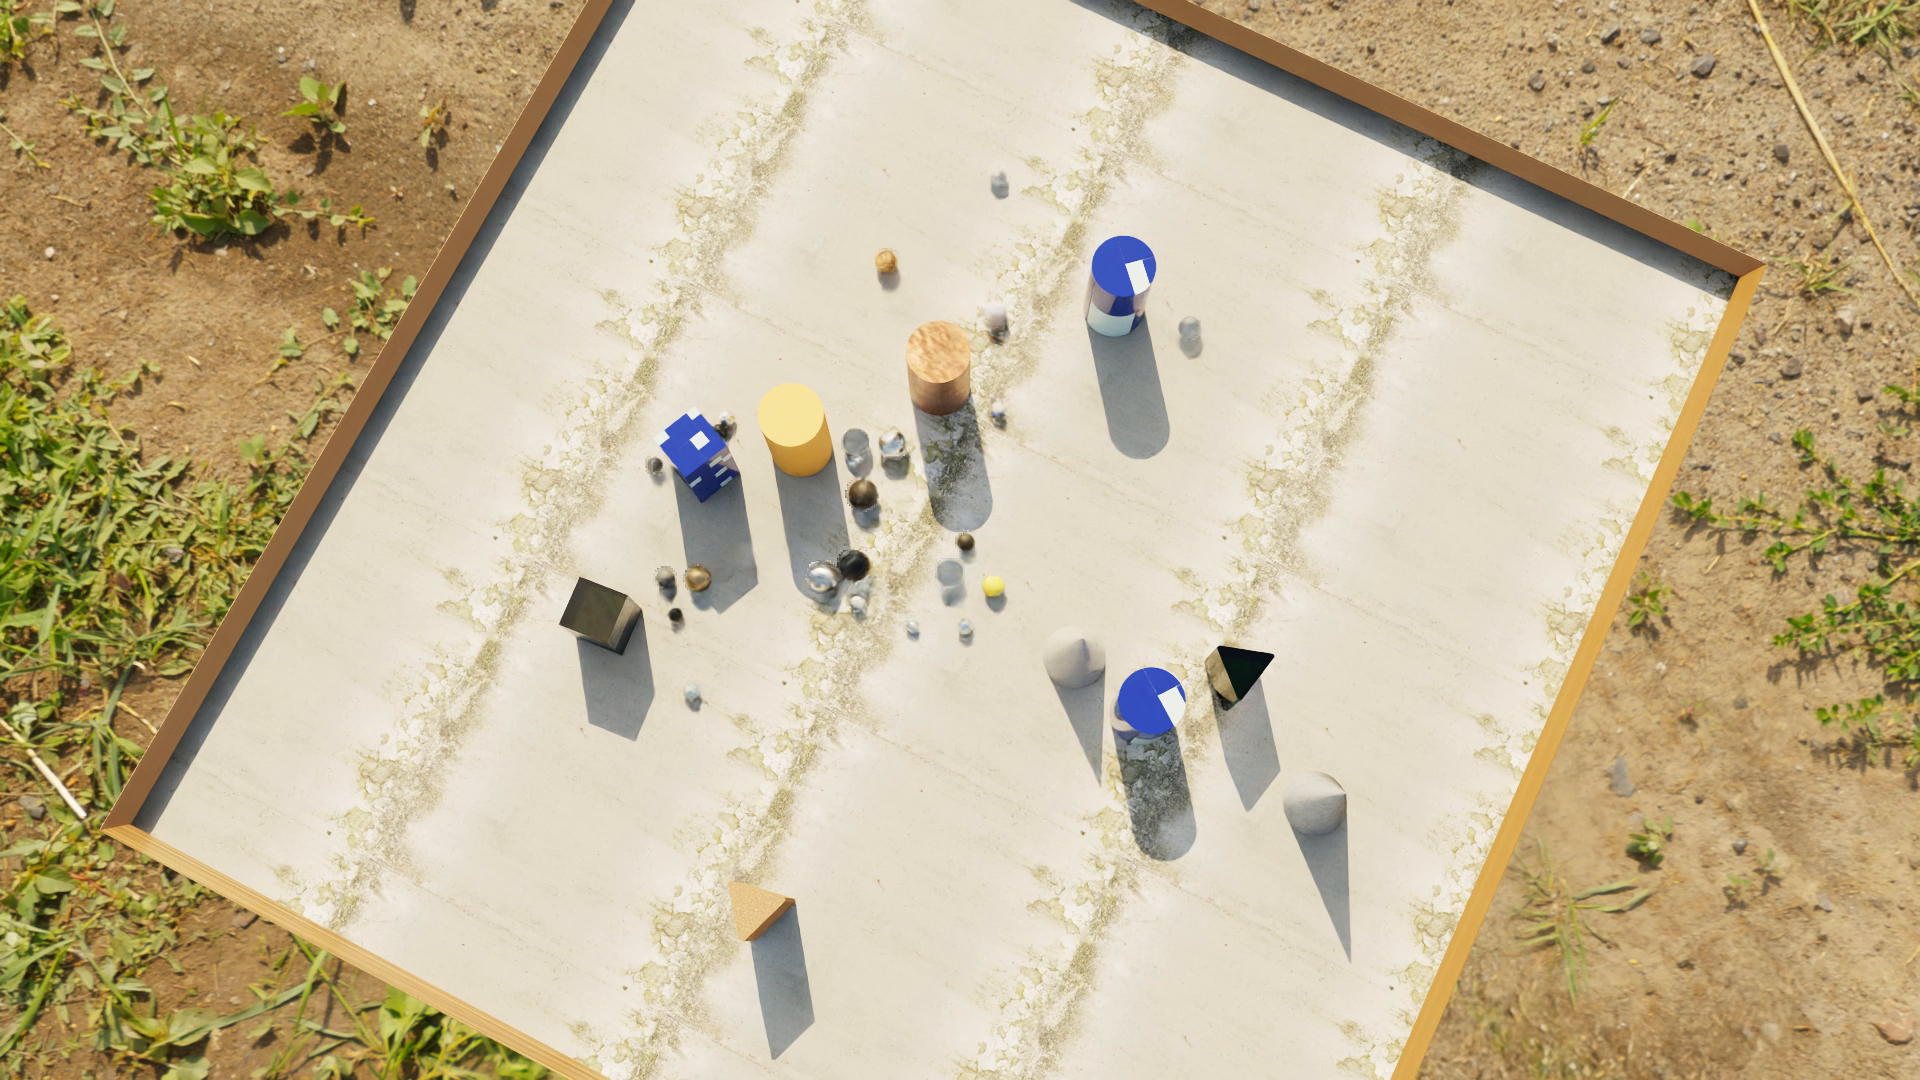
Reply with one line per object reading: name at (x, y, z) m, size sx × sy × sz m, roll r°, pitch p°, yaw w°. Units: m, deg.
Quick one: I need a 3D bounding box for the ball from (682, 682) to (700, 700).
ball at (-0.806, 0.453, 5.497) m, size 0.051 × 0.051 × 0.051 m, roll 0°, pitch 78°, yaw 0°

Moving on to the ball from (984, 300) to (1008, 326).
ball at (0.112, -0.709, 5.724) m, size 0.076 × 0.076 × 0.076 m, roll 0°, pitch 78°, yaw 0°

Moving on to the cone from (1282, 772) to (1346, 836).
cone at (1.056, 0.738, 5.232) m, size 0.191 × 0.454 × 0.191 m, roll 0°, pitch 78°, yaw 0°

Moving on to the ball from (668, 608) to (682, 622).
ball at (-0.861, 0.226, 5.547) m, size 0.045 × 0.045 × 0.045 m, roll 0°, pitch 78°, yaw 0°

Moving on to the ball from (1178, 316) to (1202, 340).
ball at (0.716, -0.662, 5.716) m, size 0.072 × 0.072 × 0.072 m, roll 0°, pitch 78°, yaw 0°

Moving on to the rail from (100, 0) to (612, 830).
rail at (-1.630, -0.792, 5.716) m, size 0.045 × 0.124 × 3.784 m, roll 26°, pitch 80°, yaw 5°

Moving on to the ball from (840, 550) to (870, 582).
ball at (-0.318, 0.078, 5.552) m, size 0.096 × 0.096 × 0.096 m, roll 0°, pitch 78°, yaw 0°

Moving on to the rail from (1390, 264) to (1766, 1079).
rail at (1.630, 0.805, 5.386) m, size 0.045 × 0.124 × 3.784 m, roll 26°, pitch 80°, yaw 5°

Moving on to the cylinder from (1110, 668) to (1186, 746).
cylinder at (0.544, 0.488, 5.348) m, size 0.191 × 0.328 × 0.191 m, roll 0°, pitch 78°, yaw 0°

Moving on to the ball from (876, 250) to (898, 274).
ball at (-0.231, -0.875, 5.760) m, size 0.073 × 0.073 × 0.073 m, roll 0°, pitch 78°, yaw 0°

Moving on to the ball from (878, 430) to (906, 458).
ball at (-0.208, -0.295, 5.632) m, size 0.089 × 0.089 × 0.089 m, roll 0°, pitch 78°, yaw 0°

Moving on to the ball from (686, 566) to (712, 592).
ball at (-0.791, 0.118, 5.553) m, size 0.077 × 0.077 × 0.077 m, roll 0°, pitch 78°, yaw 0°

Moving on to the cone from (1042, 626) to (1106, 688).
cone at (0.346, 0.315, 5.358) m, size 0.191 × 0.379 × 0.191 m, roll 0°, pitch 78°, yaw 0°

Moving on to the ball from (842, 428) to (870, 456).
ball at (-0.320, -0.302, 5.635) m, size 0.086 × 0.086 × 0.086 m, roll 0°, pitch 78°, yaw 0°

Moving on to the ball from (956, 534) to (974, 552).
ball at (0.017, 0.006, 5.587) m, size 0.055 × 0.055 × 0.055 m, roll 0°, pitch 78°, yaw 0°

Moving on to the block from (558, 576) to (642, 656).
block at (-1.065, 0.228, 5.443) m, size 0.153 × 0.248 × 0.153 m, roll 21°, pitch 79°, yaw 4°

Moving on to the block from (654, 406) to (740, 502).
block at (-0.786, -0.252, 5.499) m, size 0.153 × 0.332 × 0.153 m, roll -39°, pitch 81°, yaw -7°

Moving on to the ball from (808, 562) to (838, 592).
ball at (-0.414, 0.112, 5.546) m, size 0.092 × 0.092 × 0.092 m, roll 0°, pitch 78°, yaw 0°

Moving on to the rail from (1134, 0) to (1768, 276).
rail at (0.836, -1.630, 5.889) m, size 3.693 × 0.124 × 0.045 m, roll 26°, pitch 80°, yaw 5°

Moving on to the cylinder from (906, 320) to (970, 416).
cylinder at (-0.064, -0.516, 5.541) m, size 0.191 × 0.356 × 0.191 m, roll 0°, pitch 78°, yaw 0°

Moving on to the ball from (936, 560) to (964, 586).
ball at (-0.030, 0.100, 5.553) m, size 0.084 × 0.084 × 0.084 m, roll 0°, pitch 78°, yaw 0°

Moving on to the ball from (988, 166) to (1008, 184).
ball at (0.122, -1.160, 5.825) m, size 0.062 × 0.062 × 0.062 m, roll 0°, pitch 78°, yaw 0°

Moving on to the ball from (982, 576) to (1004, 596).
ball at (0.102, 0.140, 5.554) m, size 0.066 × 0.066 × 0.066 m, roll 0°, pitch 78°, yaw 0°

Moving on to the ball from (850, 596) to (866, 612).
ball at (-0.310, 0.193, 5.553) m, size 0.047 × 0.047 × 0.047 m, roll 0°, pitch 78°, yaw 0°

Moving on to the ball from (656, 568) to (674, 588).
ball at (-0.894, 0.116, 5.563) m, size 0.058 × 0.058 × 0.058 m, roll 0°, pitch 78°, yaw 0°

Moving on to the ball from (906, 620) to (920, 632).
ball at (-0.144, 0.261, 5.542) m, size 0.040 × 0.040 × 0.040 m, roll 0°, pitch 78°, yaw 0°

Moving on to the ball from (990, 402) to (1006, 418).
ball at (0.117, -0.404, 5.676) m, size 0.048 × 0.048 × 0.048 m, roll 0°, pitch 78°, yaw 0°

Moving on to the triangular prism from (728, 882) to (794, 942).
triangular prism at (-0.594, 1.034, 5.237) m, size 0.166 × 0.324 × 0.143 m, roll -43°, pitch 82°, yaw -8°

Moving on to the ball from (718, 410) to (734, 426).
ball at (-0.721, -0.377, 5.669) m, size 0.050 × 0.050 × 0.050 m, roll 0°, pitch 78°, yaw 0°

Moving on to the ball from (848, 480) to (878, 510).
ball at (-0.296, -0.140, 5.598) m, size 0.093 × 0.093 × 0.093 m, roll 0°, pitch 78°, yaw 0°

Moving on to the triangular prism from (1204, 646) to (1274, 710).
triangular prism at (0.795, 0.378, 5.392) m, size 0.143 × 0.287 × 0.166 m, roll 38°, pitch 81°, yaw 7°

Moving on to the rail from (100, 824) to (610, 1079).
rail at (-0.836, 1.643, 5.212) m, size 3.693 × 0.124 × 0.045 m, roll 26°, pitch 80°, yaw 5°

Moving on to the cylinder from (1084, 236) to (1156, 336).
cylinder at (0.483, -0.769, 5.583) m, size 0.191 × 0.378 × 0.191 m, roll 0°, pitch 78°, yaw 0°

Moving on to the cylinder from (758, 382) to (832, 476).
cylinder at (-0.490, -0.326, 5.493) m, size 0.191 × 0.373 × 0.191 m, roll 0°, pitch 78°, yaw 0°

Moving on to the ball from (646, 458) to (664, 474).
ball at (-0.938, -0.230, 5.638) m, size 0.050 × 0.050 × 0.050 m, roll 0°, pitch 78°, yaw 0°

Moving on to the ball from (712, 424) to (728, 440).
ball at (-0.744, -0.333, 5.659) m, size 0.052 × 0.052 × 0.052 m, roll 0°, pitch 78°, yaw 0°

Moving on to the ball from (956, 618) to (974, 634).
ball at (0.015, 0.261, 5.537) m, size 0.050 × 0.050 × 0.050 m, roll 0°, pitch 78°, yaw 0°
